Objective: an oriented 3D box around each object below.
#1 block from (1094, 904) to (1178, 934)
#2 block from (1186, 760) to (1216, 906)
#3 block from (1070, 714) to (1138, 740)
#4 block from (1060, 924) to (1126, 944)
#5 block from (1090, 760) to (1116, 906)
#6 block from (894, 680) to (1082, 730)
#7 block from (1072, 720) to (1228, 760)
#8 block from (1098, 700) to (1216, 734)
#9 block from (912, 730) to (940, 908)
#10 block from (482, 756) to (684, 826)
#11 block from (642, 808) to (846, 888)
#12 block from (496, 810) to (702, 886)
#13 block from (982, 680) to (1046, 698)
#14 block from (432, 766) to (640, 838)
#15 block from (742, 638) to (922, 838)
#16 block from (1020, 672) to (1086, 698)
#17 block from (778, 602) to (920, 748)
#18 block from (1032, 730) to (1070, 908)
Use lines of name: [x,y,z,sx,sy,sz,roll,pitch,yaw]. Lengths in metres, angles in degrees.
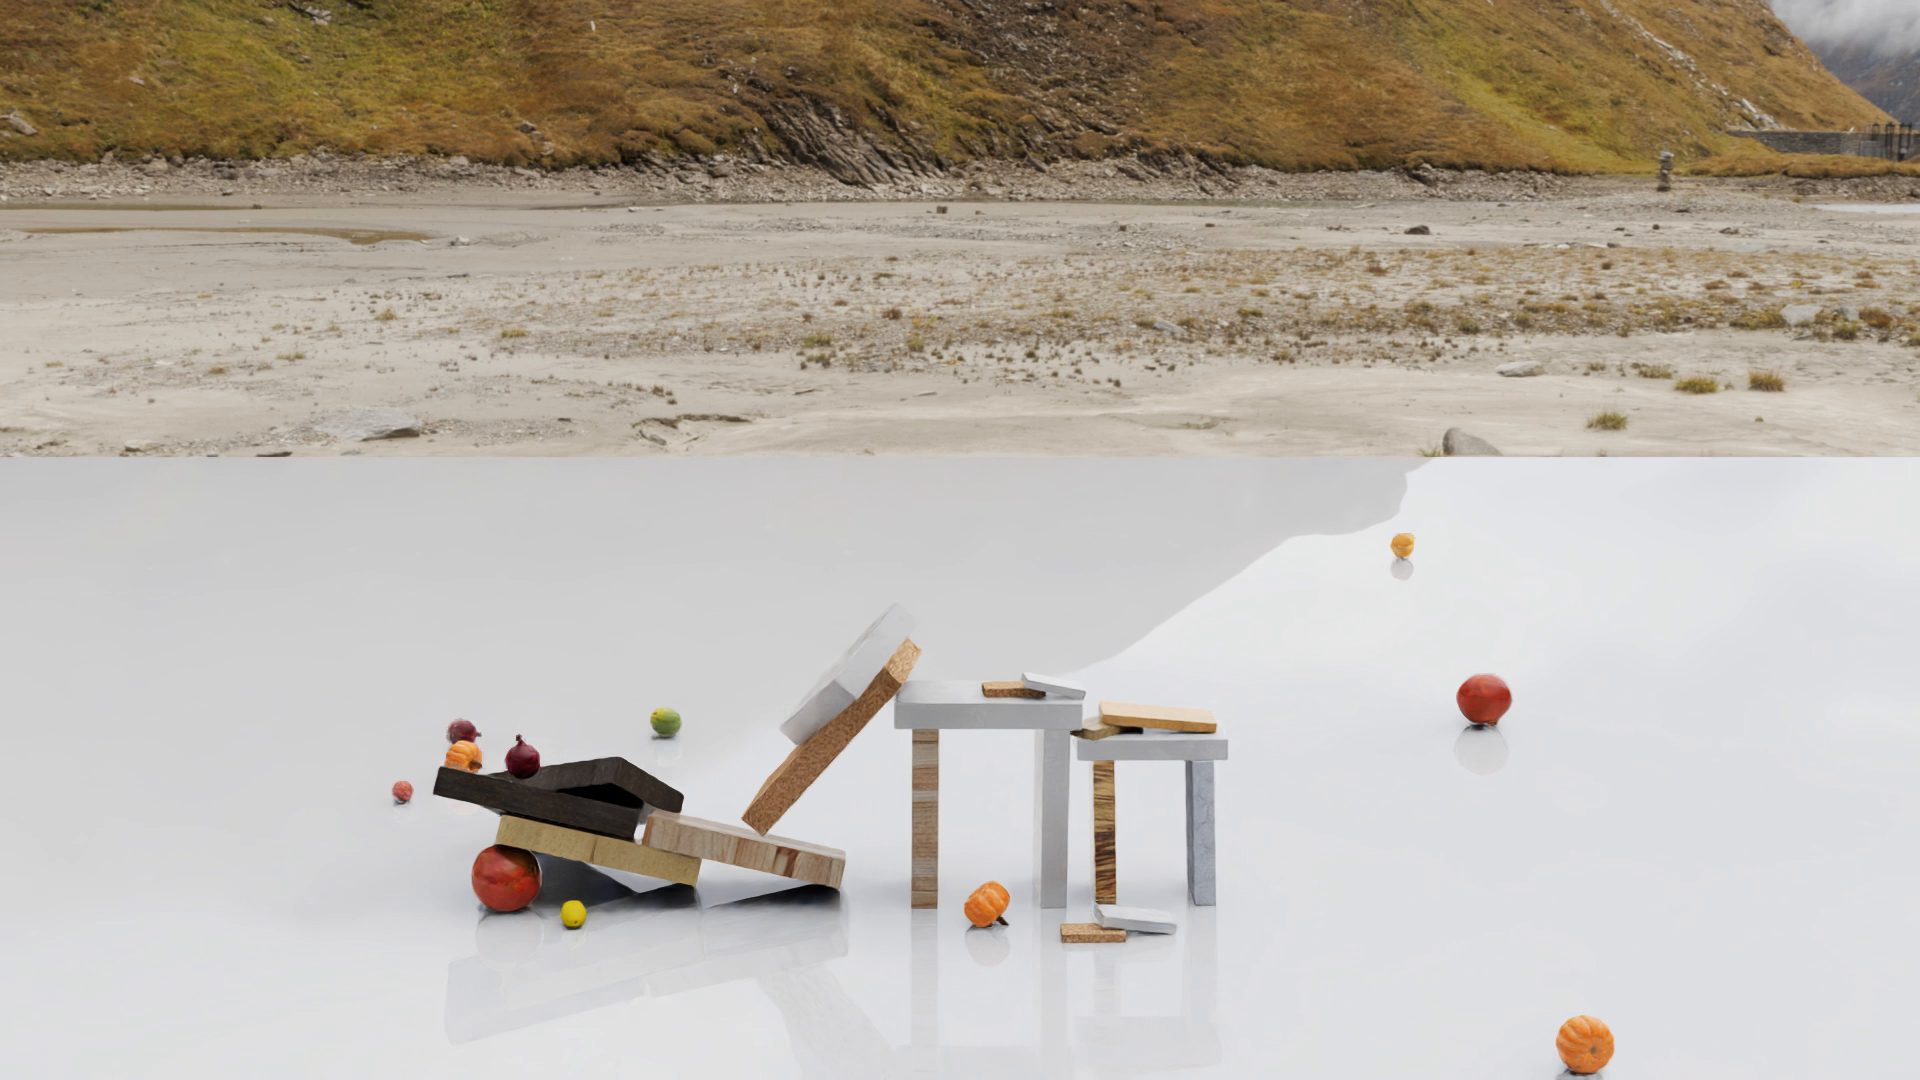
block: [0.279,0.602,3.497,0.122,0.017,0.061,8,9,-12]
block: [0.399,0.469,3.649,0.035,0.245,0.122,-2,11,0]
block: [0.240,0.305,3.621,0.122,0.017,0.061,-10,14,-43]
block: [0.210,0.620,3.469,0.099,0.014,0.050,0,11,-1]
block: [0.237,0.469,3.649,0.035,0.245,0.122,-2,11,0]
block: [0.047,0.270,3.612,0.303,0.043,0.152,0,11,1]
block: [0.312,0.330,3.628,0.245,0.035,0.122,0,11,-1]
block: [0.325,0.291,3.622,0.188,0.017,0.061,5,17,-4]
block: [-0.057,0.440,3.644,0.043,0.303,0.152,1,11,0]
block: [-0.665,0.448,3.822,0.340,0.048,0.170,-11,-34,34]
block: [-0.356,0.512,3.659,0.330,0.047,0.165,13,-3,-2]
block: [-0.596,0.509,3.643,0.330,0.047,0.165,13,-6,-7]
block: [0.088,0.244,3.597,0.099,0.014,0.049,-1,11,-5]
block: [-0.699,0.436,3.652,0.330,0.047,0.165,13,-9,-6]
block: [-0.214,0.325,3.677,0.048,0.371,0.170,41,19,-3]
block: [0.152,0.236,3.575,0.099,0.014,0.050,11,10,-11]
block: [-0.185,0.224,3.597,0.170,0.048,0.340,-51,4,-26]
block: [0.151,0.440,3.647,0.043,0.303,0.152,0,11,-3]
